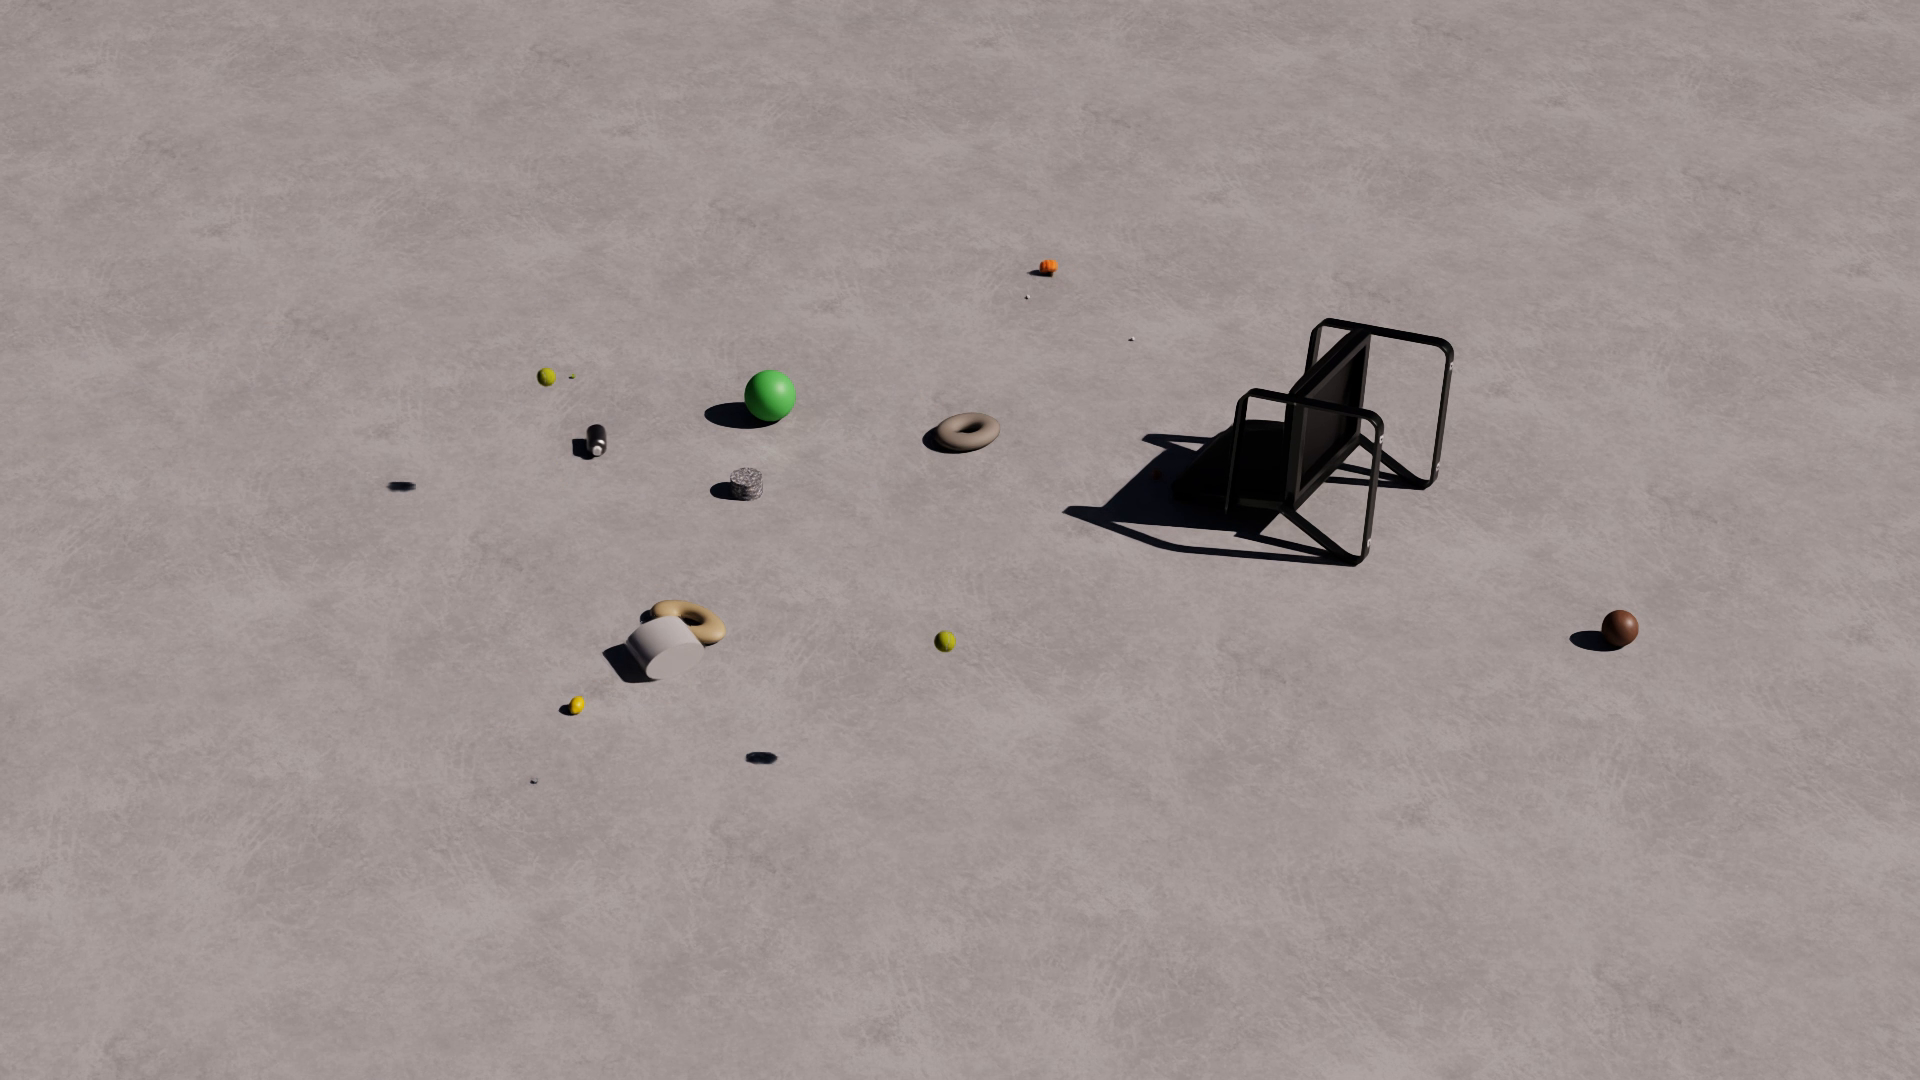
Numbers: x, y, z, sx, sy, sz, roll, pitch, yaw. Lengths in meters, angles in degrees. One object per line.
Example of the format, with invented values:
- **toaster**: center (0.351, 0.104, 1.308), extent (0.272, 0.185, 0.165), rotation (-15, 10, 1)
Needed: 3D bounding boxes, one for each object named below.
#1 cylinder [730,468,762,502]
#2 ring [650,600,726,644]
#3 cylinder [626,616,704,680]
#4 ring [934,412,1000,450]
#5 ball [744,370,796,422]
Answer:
- **cylinder**: center (-0.815, -0.213, 11.200), extent (0.122, 0.074, 0.126), rotation (-16, 37, -23)
- **ring**: center (-0.969, 0.291, 10.453), extent (0.322, 0.056, 0.181), rotation (22, 40, 29)
- **cylinder**: center (-1.032, 0.376, 10.256), extent (0.223, 0.127, 0.179), rotation (-22, 39, -19)
- **ring**: center (0.028, -0.426, 11.536), extent (0.279, 0.062, 0.228), rotation (-21, 38, -30)
- **ball**: center (-0.753, -0.572, 11.626), extent (0.205, 0.205, 0.205), rotation (0, 33, 0)
